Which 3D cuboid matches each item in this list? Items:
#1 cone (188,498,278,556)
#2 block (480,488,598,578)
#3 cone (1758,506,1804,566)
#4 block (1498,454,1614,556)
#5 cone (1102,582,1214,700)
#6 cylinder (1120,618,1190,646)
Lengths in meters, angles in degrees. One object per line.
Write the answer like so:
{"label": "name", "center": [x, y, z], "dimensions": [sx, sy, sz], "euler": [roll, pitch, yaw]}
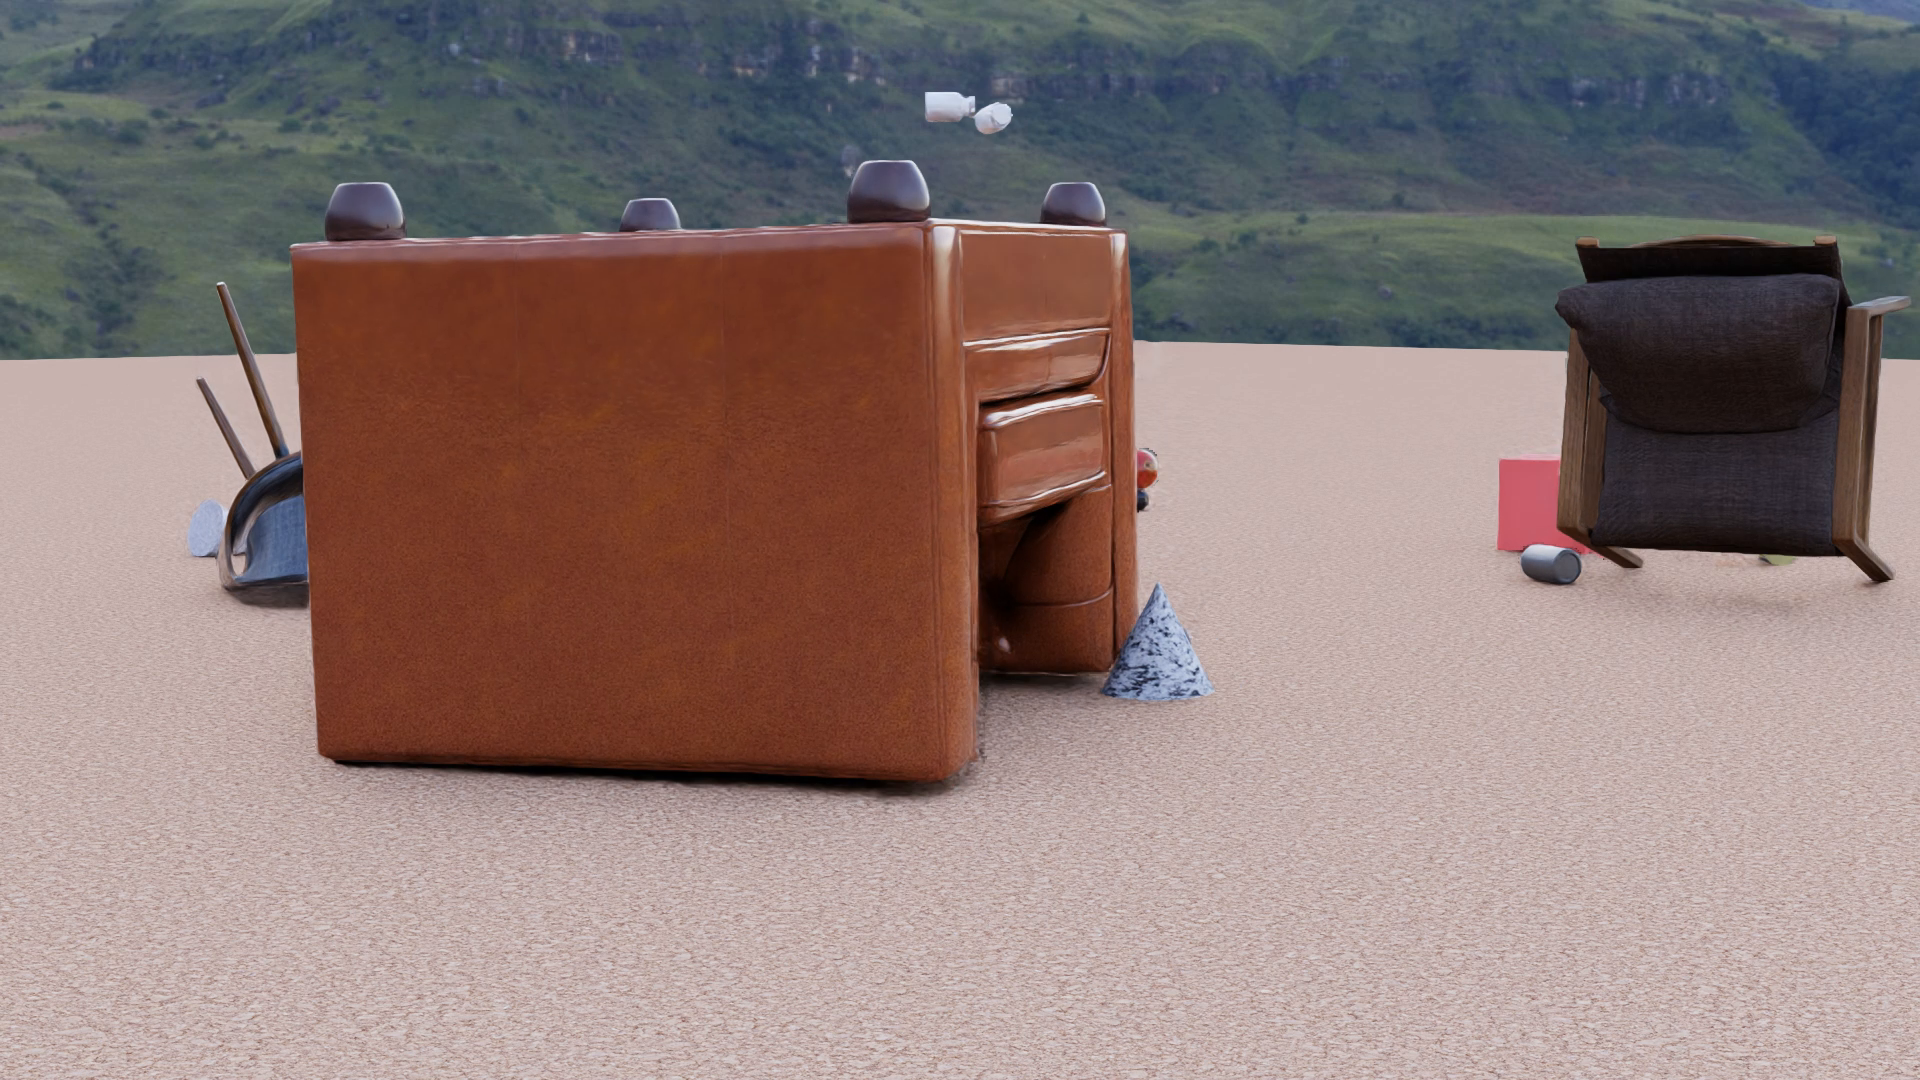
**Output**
{"label": "cone", "center": [-1.709, -0.003, 6.110], "dimensions": [0.207, 0.139, 0.145], "euler": [21, 19, -46]}
{"label": "block", "center": [-0.926, -0.017, 5.650], "dimensions": [0.238, 0.183, 0.133], "euler": [-2, 3, -17]}
{"label": "cone", "center": [1.866, 0.016, 5.917], "dimensions": [0.106, 0.154, 0.141], "euler": [10, -23, 0]}
{"label": "block", "center": [1.440, -0.089, 6.192], "dimensions": [0.212, 0.220, 0.235], "euler": [3, 6, 29]}
{"label": "cone", "center": [0.314, 0.152, 4.068], "dimensions": [0.180, 0.178, 0.171], "euler": [-2, 6, -16]}
{"label": "cylinder", "center": [0.335, 0.171, 4.414], "dimensions": [0.102, 0.069, 0.093], "euler": [-6, 9, -8]}
